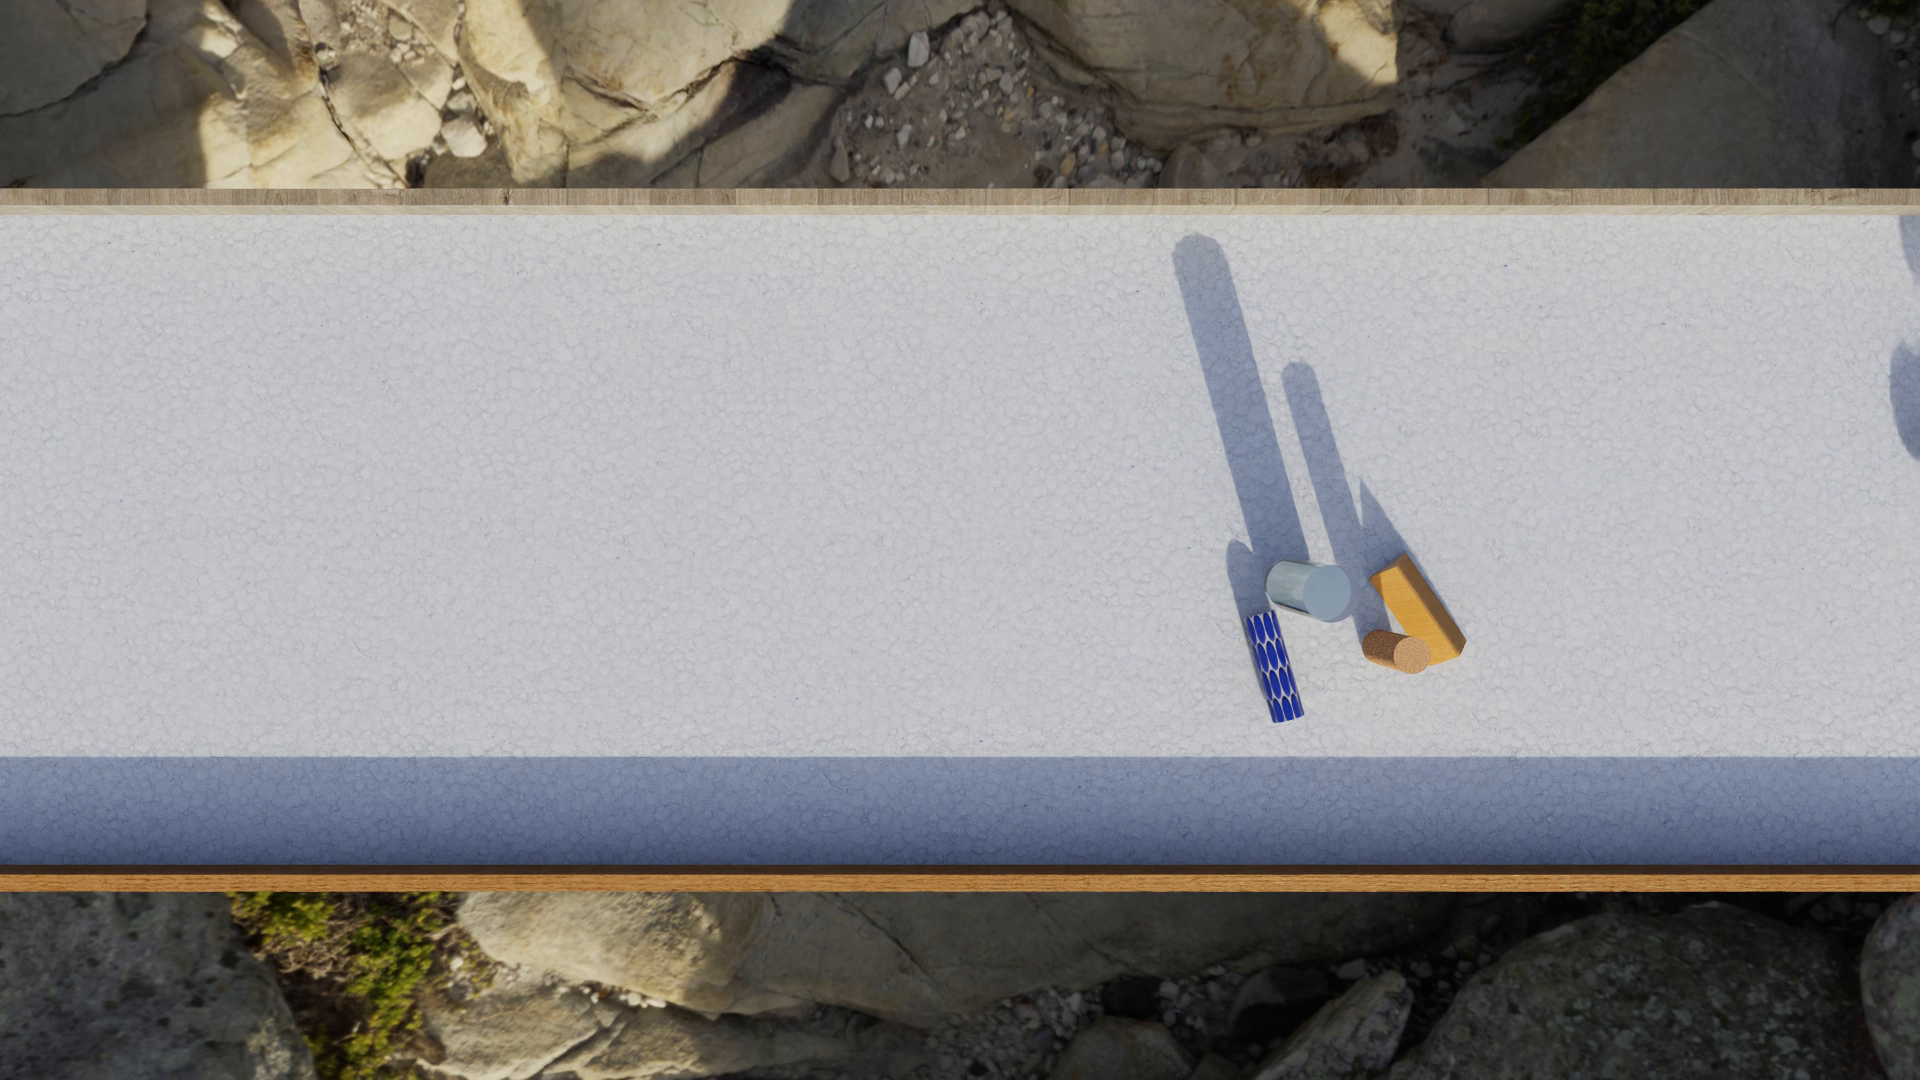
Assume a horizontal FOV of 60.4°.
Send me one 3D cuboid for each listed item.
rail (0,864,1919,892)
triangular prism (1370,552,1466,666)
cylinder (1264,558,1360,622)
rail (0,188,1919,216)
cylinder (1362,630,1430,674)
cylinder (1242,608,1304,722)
[{"bbox_3d":[-2.247,1.025,5.001,12.000,0.150,0.050,0,90,0],"label":"rail"},{"bbox_3d":[1.406,0.214,5.014,0.137,0.118,0.330,-35,90,0],"label":"triangular prism"},{"bbox_3d":[1.029,0.144,4.849,0.164,0.445,0.164,0,92,-3],"label":"cylinder"},{"bbox_3d":[-2.247,-1.025,5.002,12.000,0.150,0.050,0,90,0],"label":"rail"},{"bbox_3d":[1.290,0.329,4.891,0.106,0.370,0.106,0,90,0],"label":"cylinder"},{"bbox_3d":[0.956,0.383,5.026,0.101,0.101,0.333,-16,90,0],"label":"cylinder"}]
